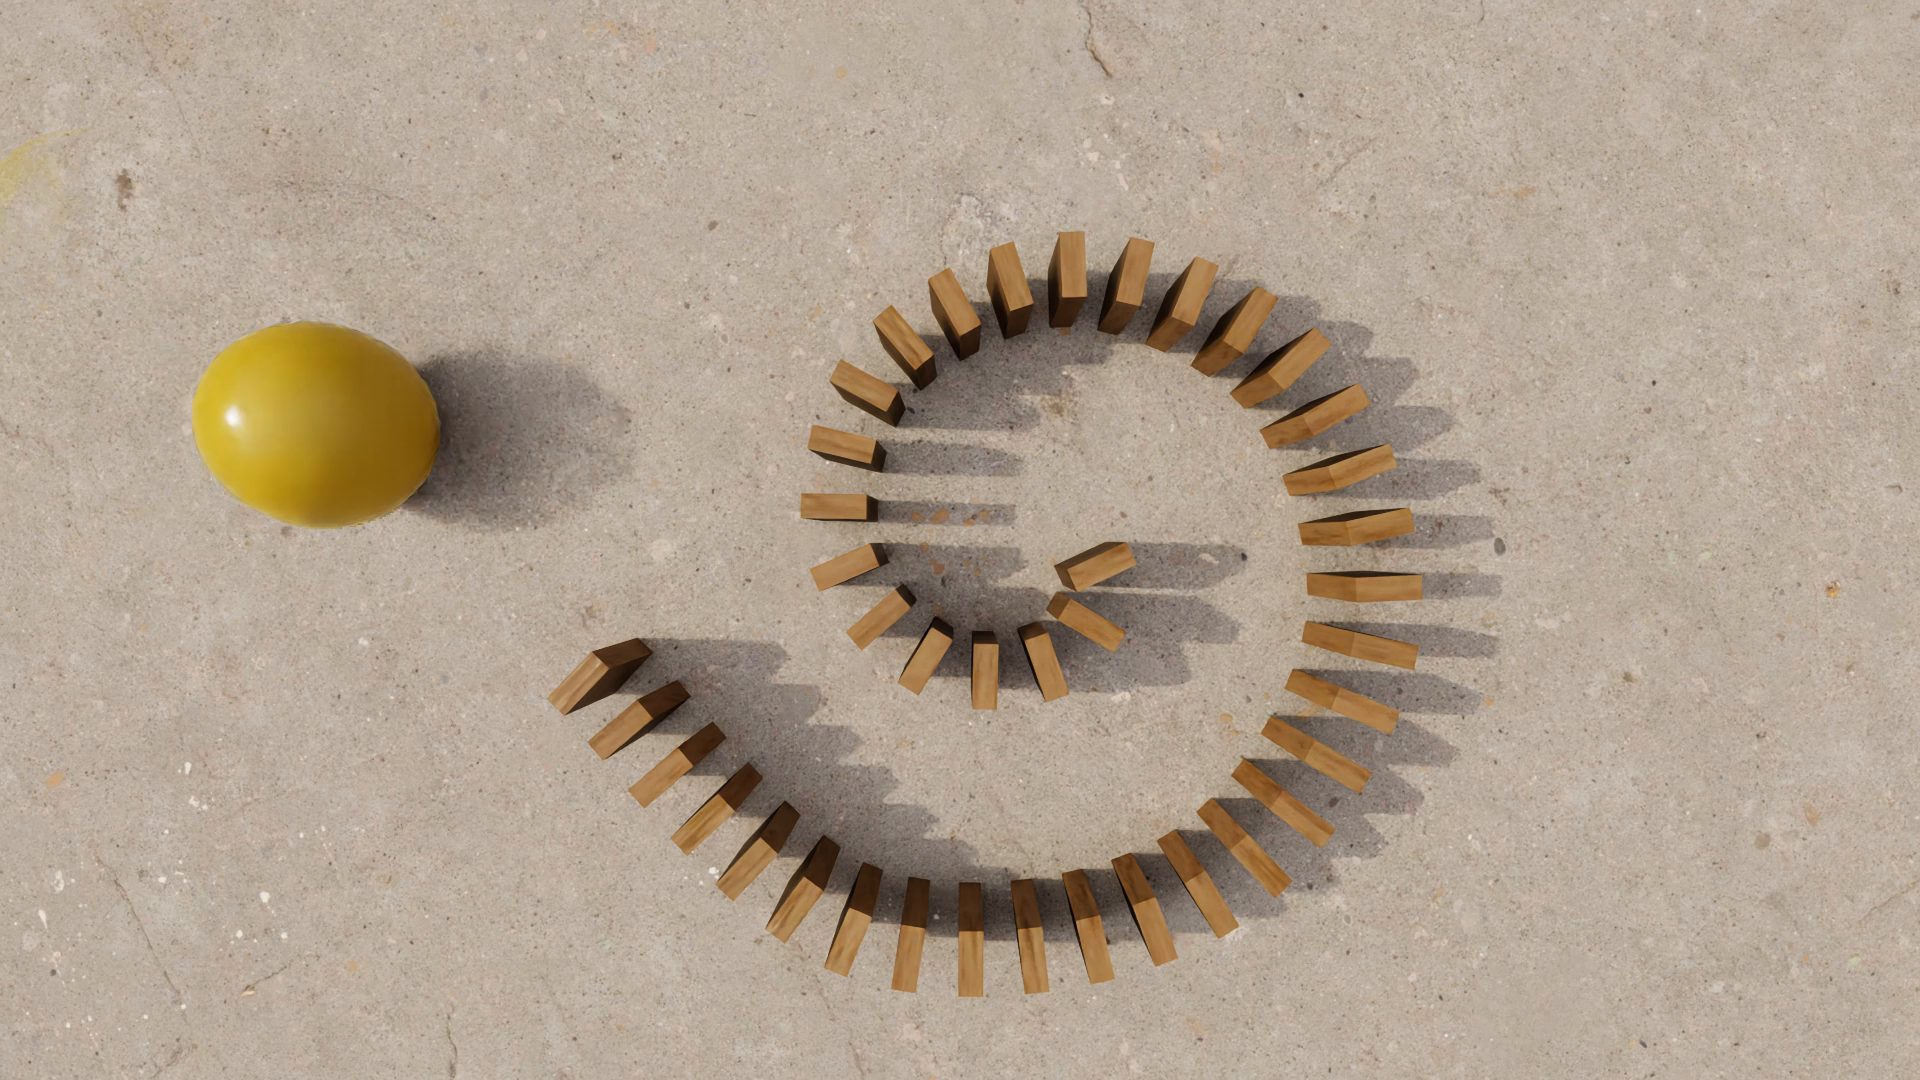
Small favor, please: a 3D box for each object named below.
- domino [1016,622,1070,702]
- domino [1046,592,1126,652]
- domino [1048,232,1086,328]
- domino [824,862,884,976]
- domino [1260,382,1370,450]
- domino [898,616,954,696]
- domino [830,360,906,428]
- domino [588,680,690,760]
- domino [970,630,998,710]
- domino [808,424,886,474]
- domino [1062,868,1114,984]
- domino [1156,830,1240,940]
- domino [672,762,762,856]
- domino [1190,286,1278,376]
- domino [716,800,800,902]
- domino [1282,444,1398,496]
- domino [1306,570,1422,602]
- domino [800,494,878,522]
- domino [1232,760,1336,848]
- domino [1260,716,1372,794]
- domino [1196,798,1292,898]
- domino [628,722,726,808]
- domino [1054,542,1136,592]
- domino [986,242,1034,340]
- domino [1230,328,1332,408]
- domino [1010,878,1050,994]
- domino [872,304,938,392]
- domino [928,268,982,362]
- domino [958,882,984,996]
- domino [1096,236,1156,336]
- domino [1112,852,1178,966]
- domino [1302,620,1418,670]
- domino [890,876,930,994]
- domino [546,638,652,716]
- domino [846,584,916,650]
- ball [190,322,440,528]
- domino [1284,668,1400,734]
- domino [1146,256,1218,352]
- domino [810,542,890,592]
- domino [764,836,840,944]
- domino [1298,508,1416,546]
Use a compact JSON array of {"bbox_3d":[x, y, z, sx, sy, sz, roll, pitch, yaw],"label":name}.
[{"bbox_3d":[0.033,0.049,0.375,0.010,0.050,0.025,-20,90,0],"label":"domino"},{"bbox_3d":[0.051,0.033,0.375,0.025,0.050,0.010,31,90,0],"label":"domino"},{"bbox_3d":[0.043,-0.105,0.375,0.010,0.050,0.025,-2,90,0],"label":"domino"},{"bbox_3d":[-0.043,0.154,0.375,0.009,0.050,0.025,23,90,0],"label":"domino"},{"bbox_3d":[0.144,-0.050,0.375,0.025,0.050,0.010,-29,90,0],"label":"domino"},{"bbox_3d":[-0.013,0.046,0.375,0.009,0.050,0.025,32,90,0],"label":"domino"},{"bbox_3d":[-0.037,-0.059,0.375,0.025,0.050,0.009,28,90,0],"label":"domino"},{"bbox_3d":[-0.130,0.073,0.375,0.025,0.050,0.009,-40,90,0],"label":"domino"},{"bbox_3d":[0.010,0.052,0.375,0.009,0.050,0.025,1,90,0],"label":"domino"},{"bbox_3d":[-0.045,-0.037,0.375,0.025,0.050,0.009,13,90,0],"label":"domino"},{"bbox_3d":[0.052,0.157,0.375,0.009,0.050,0.025,-13,90,0],"label":"domino"},{"bbox_3d":[0.096,0.139,0.375,0.009,0.050,0.025,-32,90,0],"label":"domino"},{"bbox_3d":[-0.098,0.109,0.375,0.025,0.050,0.009,-43,90,0],"label":"domino"},{"bbox_3d":[0.111,-0.084,0.375,0.009,0.050,0.025,32,90,0],"label":"domino"},{"bbox_3d":[-0.082,0.126,0.375,0.010,0.050,0.025,43,90,0],"label":"domino"},{"bbox_3d":[0.154,-0.028,0.375,0.025,0.050,0.010,-21,90,0],"label":"domino"},{"bbox_3d":[0.164,0.019,0.375,0.025,0.050,0.010,-3,90,0],"label":"domino"},{"bbox_3d":[-0.048,-0.013,0.375,0.025,0.050,0.009,1,90,0],"label":"domino"},{"bbox_3d":[0.131,0.107,0.375,0.025,0.050,0.010,37,90,0],"label":"domino"},{"bbox_3d":[0.144,0.087,0.375,0.025,0.050,0.010,30,90,0],"label":"domino"},{"bbox_3d":[0.115,0.125,0.375,0.010,0.050,0.025,-44,90,0],"label":"domino"},{"bbox_3d":[-0.114,0.091,0.375,0.025,0.050,0.009,-41,90,0],"label":"domino"},{"bbox_3d":[0.054,0.010,0.375,0.025,0.050,0.010,-25,90,0],"label":"domino"},{"bbox_3d":[0.020,-0.101,0.375,0.009,0.050,0.025,-18,90,0],"label":"domino"},{"bbox_3d":[0.130,-0.069,0.375,0.025,0.050,0.010,-44,90,0],"label":"domino"},{"bbox_3d":[0.028,0.161,0.375,0.010,0.050,0.025,-7,90,0],"label":"domino"},{"bbox_3d":[-0.022,-0.077,0.375,0.009,0.050,0.025,-41,90,0],"label":"domino"},{"bbox_3d":[-0.002,-0.091,0.375,0.009,0.050,0.025,-29,90,0],"label":"domino"},{"bbox_3d":[0.004,0.162,0.375,0.009,0.050,0.025,0,90,0],"label":"domino"},{"bbox_3d":[0.067,-0.103,0.375,0.009,0.050,0.025,13,90,0],"label":"domino"},{"bbox_3d":[0.075,0.150,0.375,0.010,0.050,0.025,-21,90,0],"label":"domino"},{"bbox_3d":[0.162,0.042,0.375,0.025,0.050,0.009,12,90,0],"label":"domino"},{"bbox_3d":[-0.020,0.160,0.375,0.009,0.050,0.025,9,90,0],"label":"domino"},{"bbox_3d":[-0.146,0.055,0.375,0.010,0.050,0.025,44,90,0],"label":"domino"},{"bbox_3d":[-0.031,0.031,0.375,0.025,0.050,0.010,-41,90,0],"label":"domino"},{"bbox_3d":[-0.250,-0.045,0.360,0.080,0.080,0.080,0,90,0],"label":"ball"},{"bbox_3d":[0.155,0.065,0.375,0.025,0.050,0.010,22,90,0],"label":"domino"},{"bbox_3d":[0.090,-0.095,0.375,0.010,0.050,0.025,23,90,0],"label":"domino"},{"bbox_3d":[-0.044,0.011,0.375,0.025,0.050,0.010,-23,90,0],"label":"domino"},{"bbox_3d":[-0.063,0.141,0.375,0.010,0.050,0.025,37,90,0],"label":"domino"},{"bbox_3d":[0.161,-0.005,0.375,0.025,0.050,0.009,-12,90,0],"label":"domino"}]
